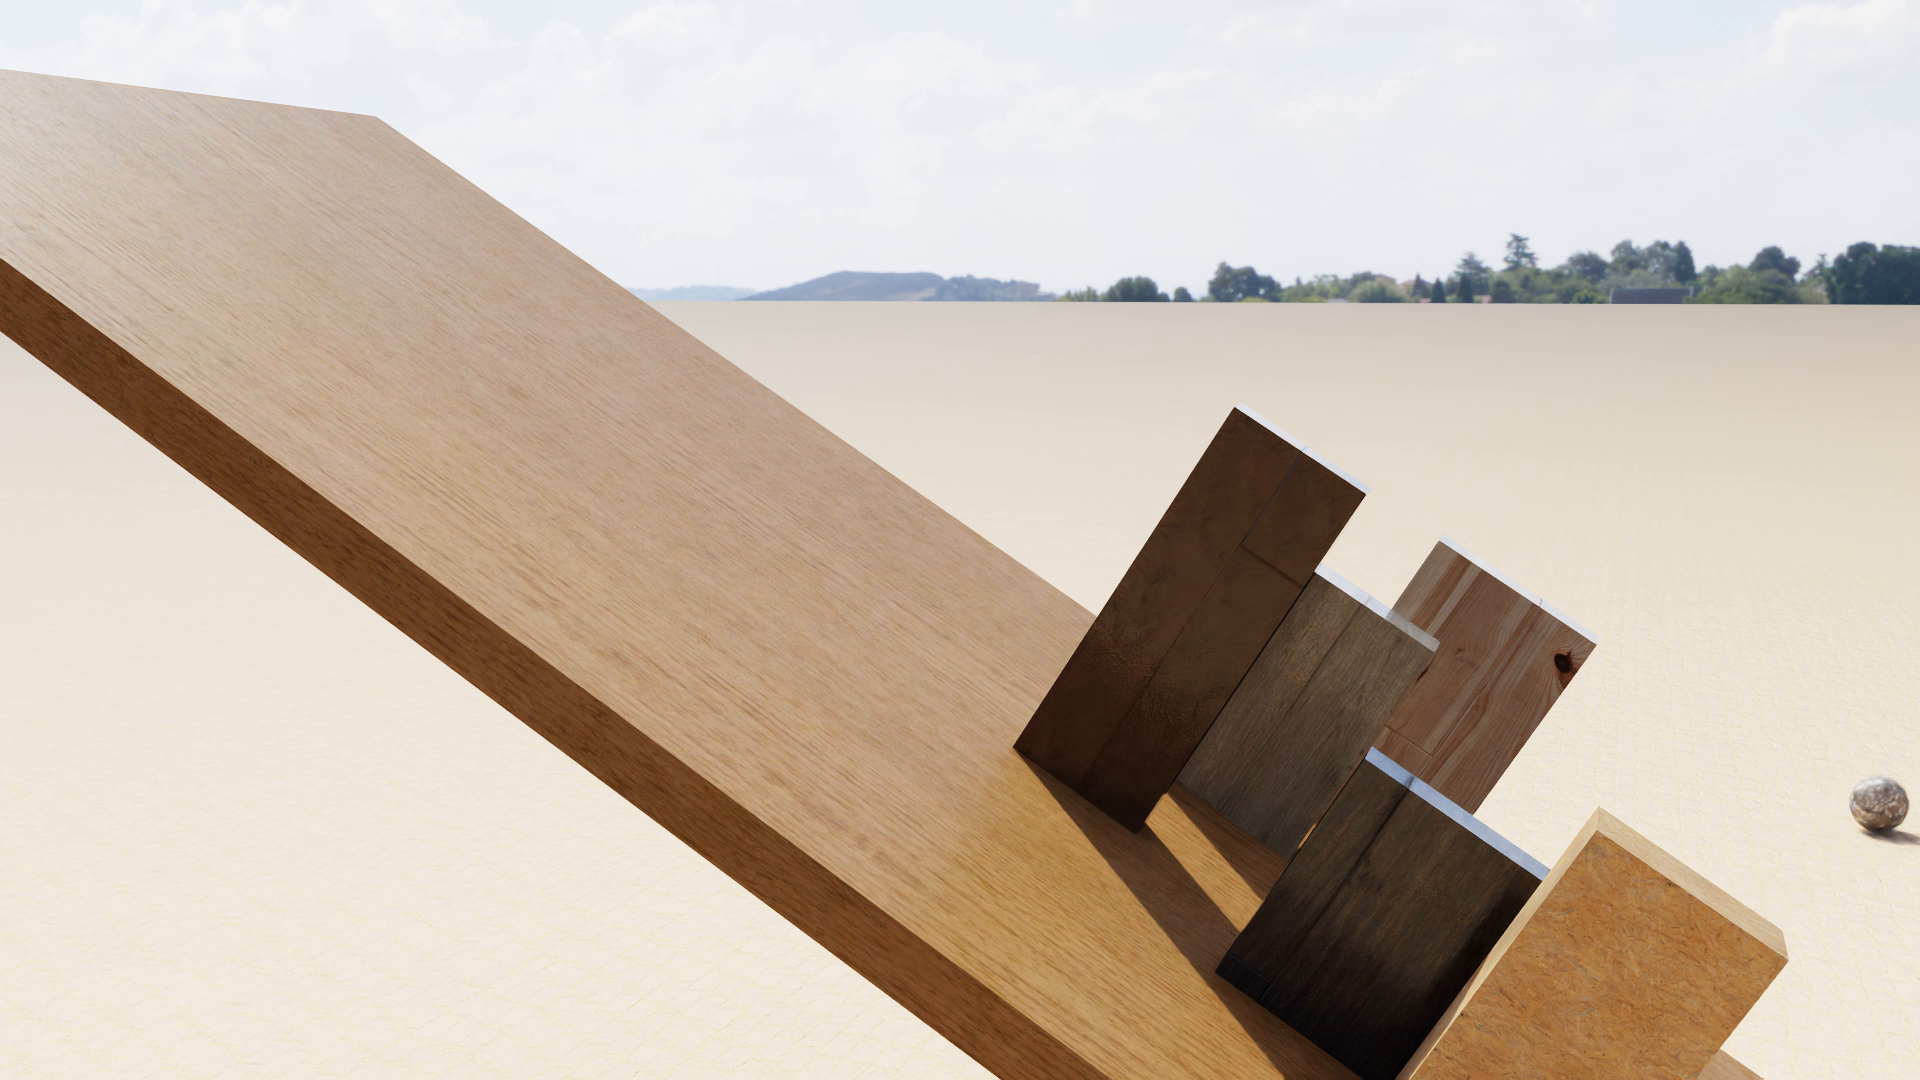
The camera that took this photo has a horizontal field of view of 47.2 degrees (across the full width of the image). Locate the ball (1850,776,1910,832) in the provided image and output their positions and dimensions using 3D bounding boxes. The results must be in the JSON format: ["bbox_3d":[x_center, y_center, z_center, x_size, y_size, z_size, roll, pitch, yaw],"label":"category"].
[{"bbox_3d":[3.060,0.878,7.321,0.184,0.184,0.184,0,7,0],"label":"ball"}]

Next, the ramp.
[{"bbox_3d":[-0.141,0.235,4.106,4.000,0.100,2.000,35,15,11],"label":"ramp"}]

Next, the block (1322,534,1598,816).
[{"bbox_3d":[0.990,0.352,4.593,0.376,0.617,0.115,35,15,11],"label":"block"}]

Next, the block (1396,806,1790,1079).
[{"bbox_3d":[0.864,0.727,3.150,0.303,0.614,0.145,35,15,11],"label":"block"}]

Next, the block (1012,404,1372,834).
[{"bbox_3d":[0.403,0.142,3.869,0.269,0.732,0.089,35,15,11],"label":"block"}]

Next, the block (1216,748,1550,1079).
[{"bbox_3d":[0.682,0.616,3.497,0.366,0.433,0.094,35,15,11],"label":"block"}]

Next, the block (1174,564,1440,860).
[{"bbox_3d":[0.621,0.299,4.262,0.385,0.497,0.122,35,15,11],"label":"block"}]
